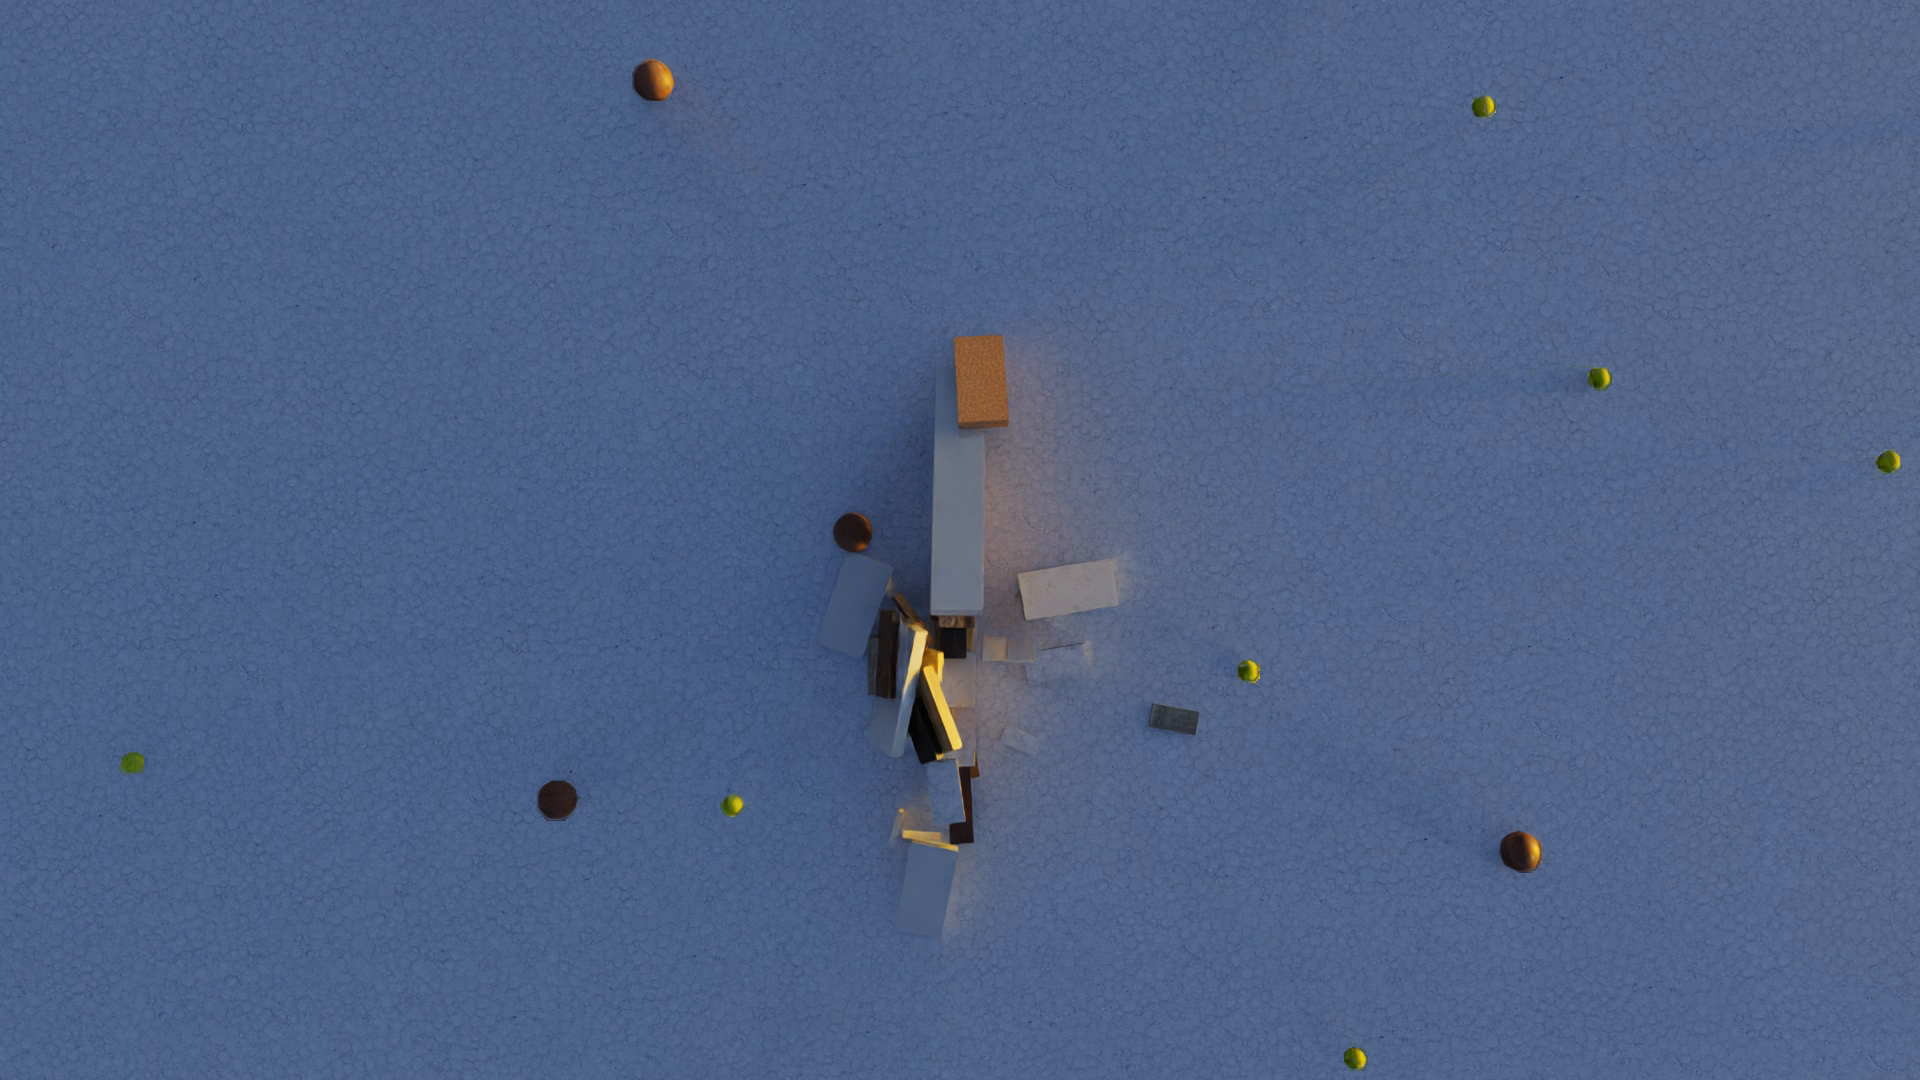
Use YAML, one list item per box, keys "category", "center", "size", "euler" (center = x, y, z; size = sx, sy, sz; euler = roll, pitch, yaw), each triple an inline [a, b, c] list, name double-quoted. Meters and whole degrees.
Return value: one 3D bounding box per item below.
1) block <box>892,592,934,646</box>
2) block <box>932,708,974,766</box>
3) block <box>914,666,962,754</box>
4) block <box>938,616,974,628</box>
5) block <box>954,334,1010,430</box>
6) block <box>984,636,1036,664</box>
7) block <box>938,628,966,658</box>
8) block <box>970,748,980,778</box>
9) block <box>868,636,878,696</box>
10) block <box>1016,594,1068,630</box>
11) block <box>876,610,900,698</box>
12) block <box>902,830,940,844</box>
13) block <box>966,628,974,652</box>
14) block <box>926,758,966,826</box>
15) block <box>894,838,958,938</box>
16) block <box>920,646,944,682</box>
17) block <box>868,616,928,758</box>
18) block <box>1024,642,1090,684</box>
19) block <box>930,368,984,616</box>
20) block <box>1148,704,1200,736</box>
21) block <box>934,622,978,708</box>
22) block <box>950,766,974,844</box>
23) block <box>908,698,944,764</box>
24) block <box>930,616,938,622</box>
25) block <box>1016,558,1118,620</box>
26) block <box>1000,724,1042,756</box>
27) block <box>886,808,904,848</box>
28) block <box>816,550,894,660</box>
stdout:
- category: "block"
  center: [-0.155, 0.263, 5.449]
  size: [0.028, 0.098, 0.196]
  euler: [-35, 90, -10]
- category: "block"
  center: [-0.021, 0.606, 5.441]
  size: [0.140, 0.040, 0.280]
  euler: [0, 80, 2]
- category: "block"
  center: [-0.092, 0.555, 5.348]
  size: [0.040, 0.140, 0.280]
  euler: [-18, 85, -36]
- category: "block"
  center: [-0.004, 0.181, 5.278]
  size: [0.113, 0.032, 0.227]
  euler: [3, 125, -4]
- category: "block"
  center: [0.068, -0.519, 5.408]
  size: [0.162, 0.046, 0.325]
  euler: [-3, 64, -1]
- category: "block"
  center: [0.164, 0.363, 5.467]
  size: [0.172, 0.024, 0.086]
  euler: [-1, 75, 7]
- category: "block"
  center: [-0.026, 0.295, 5.401]
  size: [0.093, 0.026, 0.185]
  euler: [0, 83, 0]
- category: "block"
  center: [0.015, 0.716, 5.489]
  size: [0.078, 0.022, 0.157]
  euler: [-10, 90, 0]
- category: "block"
  center: [-0.254, 0.419, 5.457]
  size: [0.098, 0.028, 0.196]
  euler: [4, 101, 14]
- category: "block"
  center: [0.278, 0.212, 5.488]
  size: [0.172, 0.024, 0.086]
  euler: [37, 90, 0]
- category: "block"
  center: [-0.235, 0.370, 5.358]
  size: [0.024, 0.086, 0.280]
  euler: [3, 91, -32]
- category: "block"
  center: [-0.127, 0.987, 5.468]
  size: [0.125, 0.063, 0.018]
  euler: [4, 102, 0]
- category: "block"
  center: [-0.001, 0.272, 5.448]
  size: [0.093, 0.026, 0.185]
  euler: [5, 72, 1]
- category: "block"
  center: [-0.047, 0.824, 5.389]
  size: [0.103, 0.029, 0.205]
  euler: [-8, 93, 2]
- category: "block"
  center: [-0.110, 1.148, 5.445]
  size: [0.157, 0.044, 0.313]
  euler: [11, 102, 0]
- category: "block"
  center: [-0.139, 0.397, 5.418]
  size: [0.196, 0.028, 0.098]
  euler: [13, 105, 39]
- category: "block"
  center: [-0.203, 0.475, 5.365]
  size: [0.044, 0.157, 0.430]
  euler: [3, 105, -33]
- category: "block"
  center: [0.319, 0.410, 5.485]
  size: [0.205, 0.029, 0.103]
  euler: [-9, 90, 0]
- category: "block"
  center: [-0.003, -0.167, 5.290]
  size: [0.162, 0.046, 0.869]
  euler: [1, 64, 1]
- category: "block"
  center: [0.712, 0.597, 5.489]
  size: [0.157, 0.022, 0.078]
  euler: [10, 90, 0]
- category: "block"
  center: [-0.019, 0.411, 5.439]
  size: [0.140, 0.040, 0.280]
  euler: [2, 72, 0]
- category: "block"
  center: [-0.005, 0.761, 5.446]
  size: [0.078, 0.022, 0.476]
  euler: [-3, 80, 1]
- category: "block"
  center: [-0.126, 0.621, 5.362]
  size: [0.029, 0.103, 0.205]
  euler: [-18, 85, -36]
- category: "block"
  center: [-0.028, 0.159, 5.389]
  size: [0.110, 0.031, 0.221]
  euler: [7, 82, 1]
- category: "block"
  center: [0.356, 0.164, 5.458]
  size: [0.313, 0.044, 0.157]
  euler: [-9, 85, -5]
- category: "block"
  center: [0.201, 0.667, 5.491]
  size: [0.125, 0.018, 0.063]
  euler: [24, 90, 0]
- category: "block"
  center: [-0.212, 0.957, 5.468]
  size: [0.018, 0.063, 0.125]
  euler: [18, 90, 3]
- category: "block"
  center: [-0.350, 0.215, 5.477]
  size: [0.162, 0.046, 0.325]
  euler: [19, 90, 0]
